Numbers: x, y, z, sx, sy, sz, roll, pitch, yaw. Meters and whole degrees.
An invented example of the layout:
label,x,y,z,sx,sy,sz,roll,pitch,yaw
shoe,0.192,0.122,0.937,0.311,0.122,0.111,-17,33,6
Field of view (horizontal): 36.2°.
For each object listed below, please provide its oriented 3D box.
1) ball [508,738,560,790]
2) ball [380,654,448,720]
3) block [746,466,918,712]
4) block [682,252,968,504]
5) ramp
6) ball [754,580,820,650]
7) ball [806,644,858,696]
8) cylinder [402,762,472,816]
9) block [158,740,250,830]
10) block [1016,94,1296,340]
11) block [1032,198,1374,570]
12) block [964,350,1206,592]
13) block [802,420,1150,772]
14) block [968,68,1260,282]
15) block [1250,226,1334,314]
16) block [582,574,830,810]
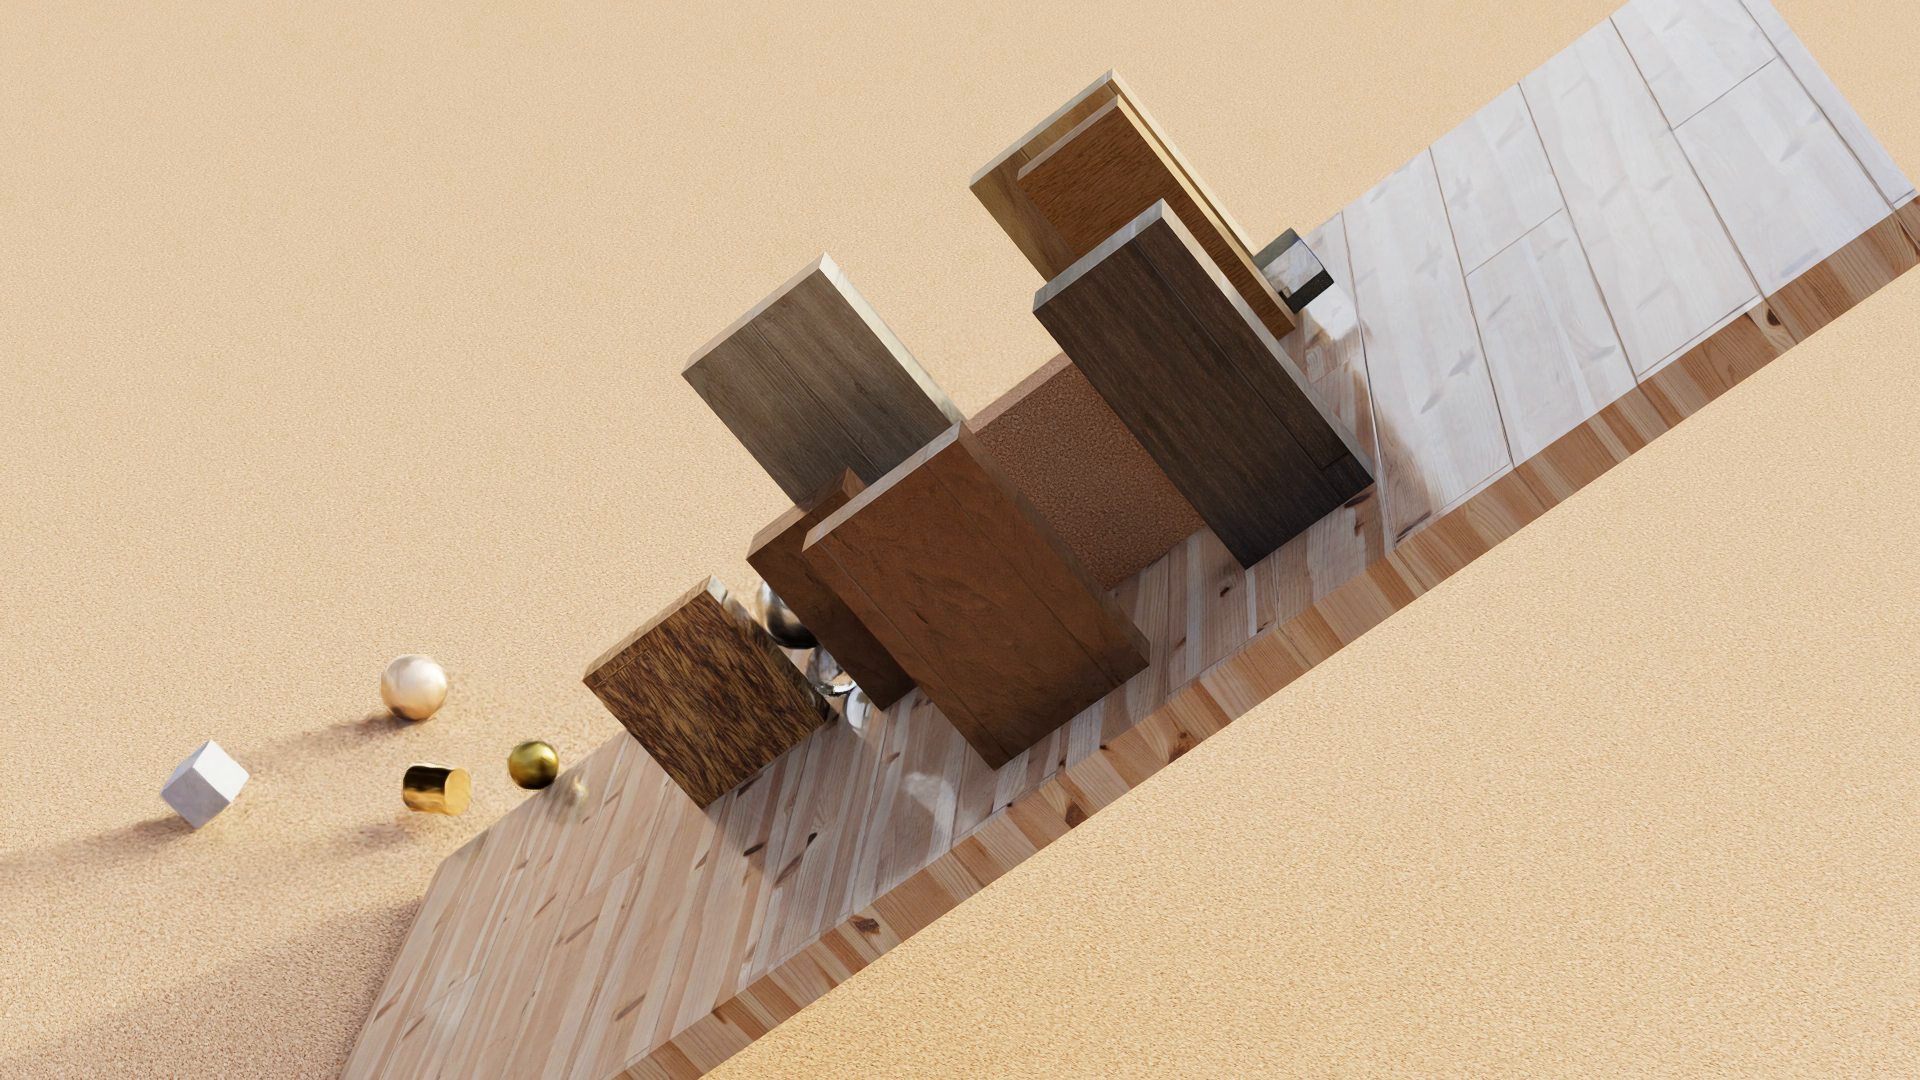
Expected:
label,x,y,z,sx,sy,sz,roll,pitch,yaw
ball,-1.116,0.588,7.698,0.135,0.135,0.135,0,24,0
ball,-1.625,0.439,8.760,0.195,0.195,0.195,0,24,0
block,-0.203,0.106,6.287,0.266,0.451,0.129,-36,16,18
block,-0.206,-0.210,6.529,0.399,0.784,0.114,-36,16,18
ramp,0.122,0.184,6.337,4.000,0.100,2.000,-36,16,18
ball,-0.361,0.147,6.610,0.202,0.202,0.202,0,24,0
ball,-0.281,0.287,6.578,0.127,0.127,0.127,0,24,0
cylinder,-1.454,0.692,8.178,0.138,0.138,0.138,3,23,24
block,-2.099,0.681,8.171,0.147,0.147,0.147,-37,16,23
block,0.434,-0.641,6.474,0.277,0.638,0.094,-36,16,18
block,0.453,-0.284,5.446,0.297,0.645,0.115,-36,16,18
block,0.267,-0.146,5.901,0.449,0.434,0.114,-36,16,18
block,0.033,0.109,5.500,0.372,0.570,0.098,-36,16,18
block,0.380,-0.727,6.875,0.420,0.617,0.101,-36,16,18
block,0.739,-0.598,6.533,0.114,0.114,0.114,-39,57,7
block,-0.566,0.342,6.573,0.371,0.408,0.085,-36,16,18
